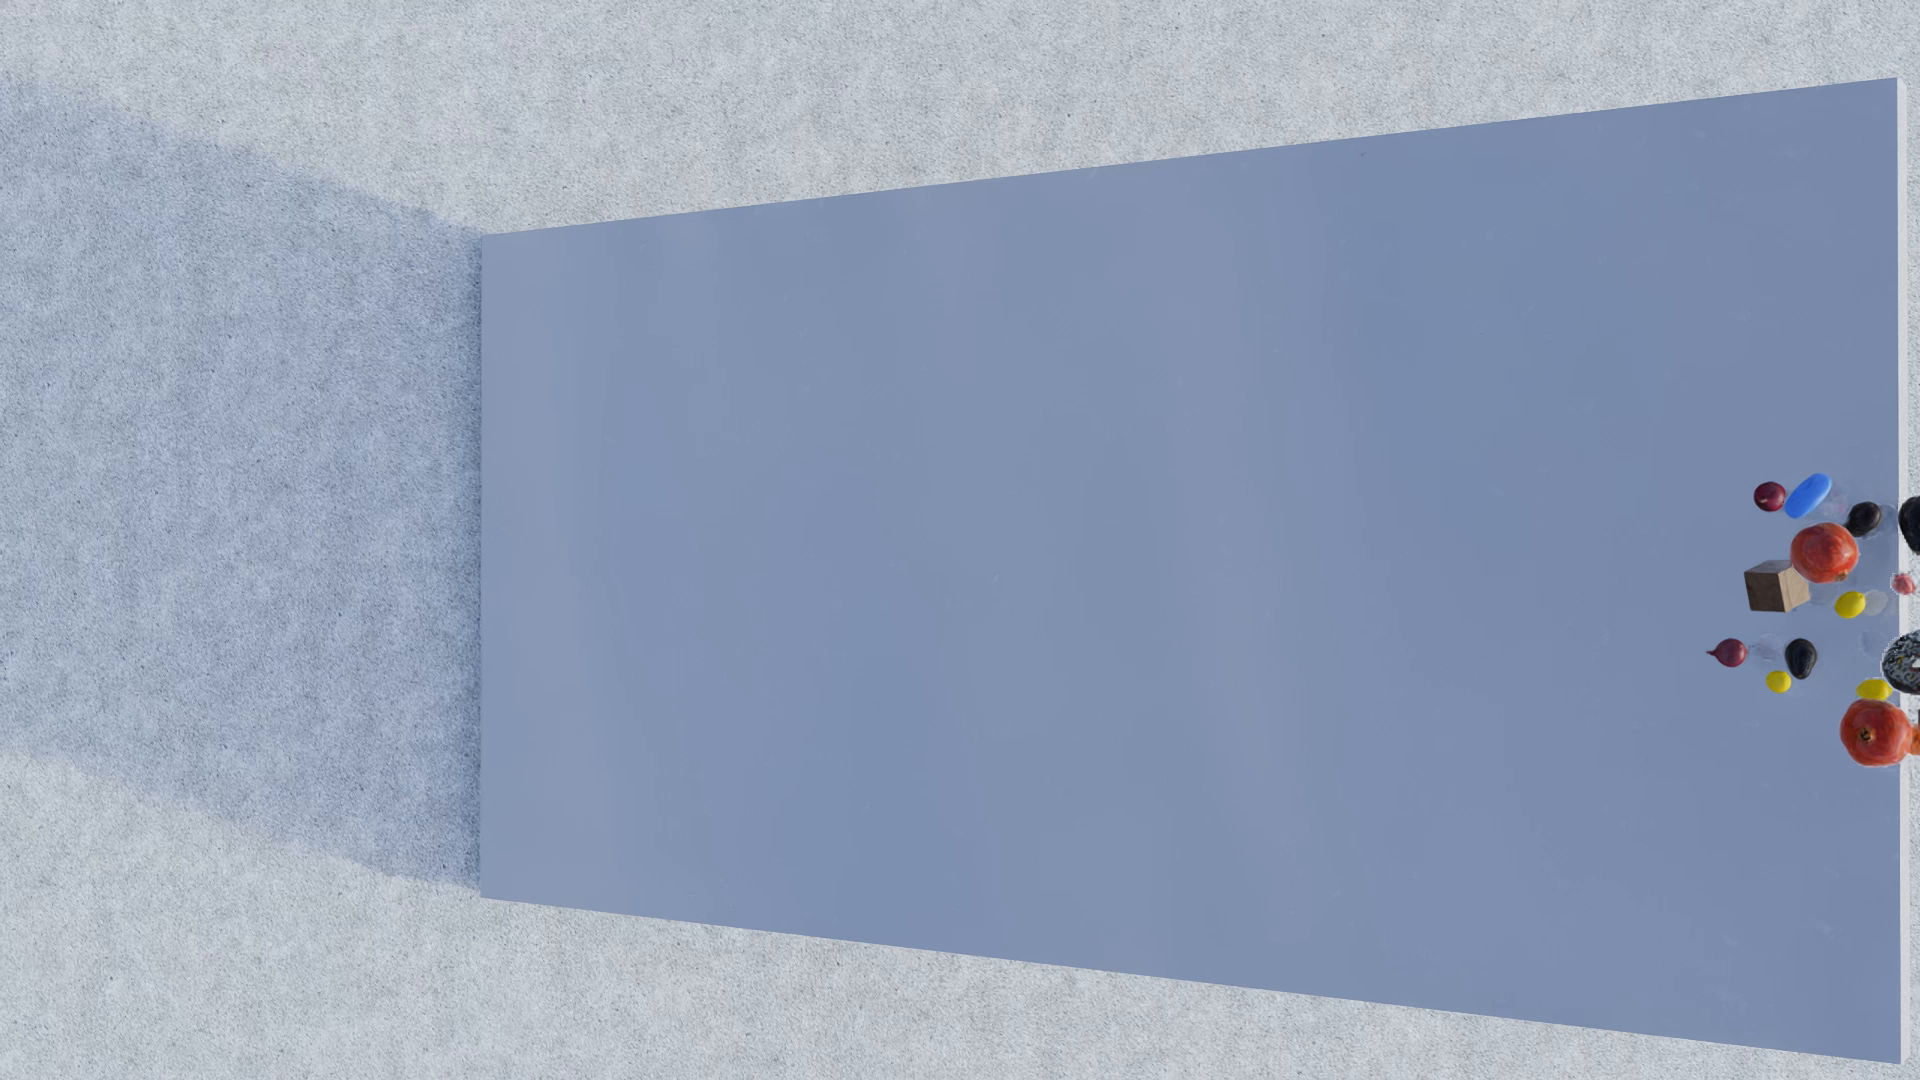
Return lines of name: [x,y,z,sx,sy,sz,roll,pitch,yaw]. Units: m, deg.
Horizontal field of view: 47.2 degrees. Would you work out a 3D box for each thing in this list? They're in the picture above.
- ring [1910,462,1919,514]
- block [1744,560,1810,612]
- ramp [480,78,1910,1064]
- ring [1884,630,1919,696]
ring: [1.686,-0.097,3.750,0.048,0.143,0.143,20,89,-26]
block: [1.612,0.090,4.340,0.080,0.080,0.080,-21,102,-31]
ramp: [0.255,0.070,5.590,4.000,0.100,2.000,0,89,33]
ring: [1.538,0.193,3.503,0.131,0.131,0.044,-38,117,0]
